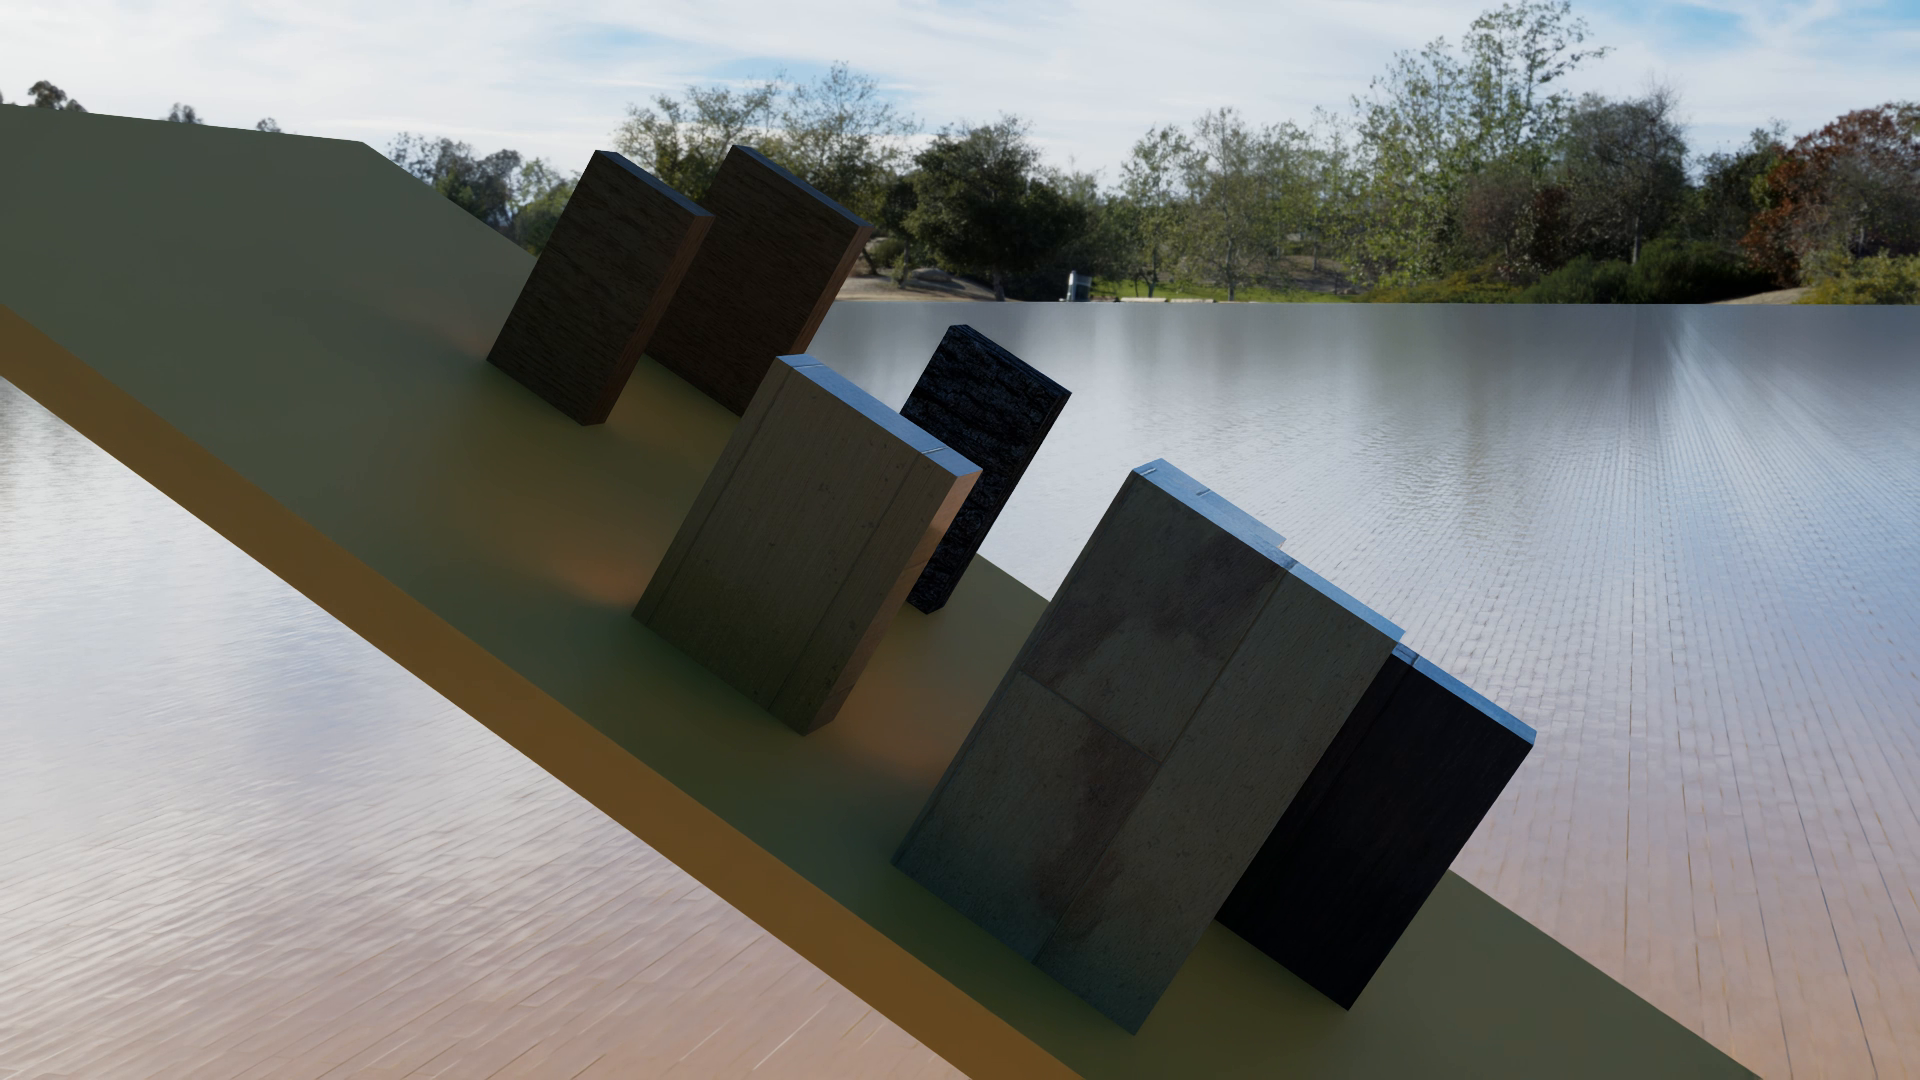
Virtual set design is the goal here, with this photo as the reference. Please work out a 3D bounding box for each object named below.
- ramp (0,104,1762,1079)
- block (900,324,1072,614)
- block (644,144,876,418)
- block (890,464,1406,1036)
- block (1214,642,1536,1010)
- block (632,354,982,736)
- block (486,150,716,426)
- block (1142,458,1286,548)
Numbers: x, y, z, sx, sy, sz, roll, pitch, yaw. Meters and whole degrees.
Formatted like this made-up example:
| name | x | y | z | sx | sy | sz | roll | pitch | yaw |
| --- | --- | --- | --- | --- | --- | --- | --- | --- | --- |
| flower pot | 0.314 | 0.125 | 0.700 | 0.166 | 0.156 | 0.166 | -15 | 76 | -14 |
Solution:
| name | x | y | z | sx | sy | sz | roll | pitch | yaw |
| --- | --- | --- | --- | --- | --- | --- | --- | --- | --- |
| ramp | -0.160 | 0.265 | 4.116 | 4.000 | 0.100 | 2.000 | 34 | 15 | 11 |
| block | -0.027 | -0.144 | 4.480 | 0.262 | 0.526 | 0.114 | 34 | 15 | 11 |
| block | -0.482 | -0.586 | 5.044 | 0.355 | 0.521 | 0.106 | 34 | 15 | 11 |
| block | 0.265 | 0.307 | 3.222 | 0.443 | 0.705 | 0.103 | 34 | 15 | 11 |
| block | 0.685 | 0.473 | 3.781 | 0.338 | 0.564 | 0.122 | 34 | 15 | 11 |
| block | -0.253 | 0.005 | 3.595 | 0.354 | 0.503 | 0.141 | 34 | 15 | 11 |
| block | -0.716 | -0.500 | 4.377 | 0.248 | 0.483 | 0.097 | 34 | 15 | 11 |
| block | 0.248 | 0.210 | 3.614 | 0.245 | 0.652 | 0.145 | 34 | 15 | 11 |
